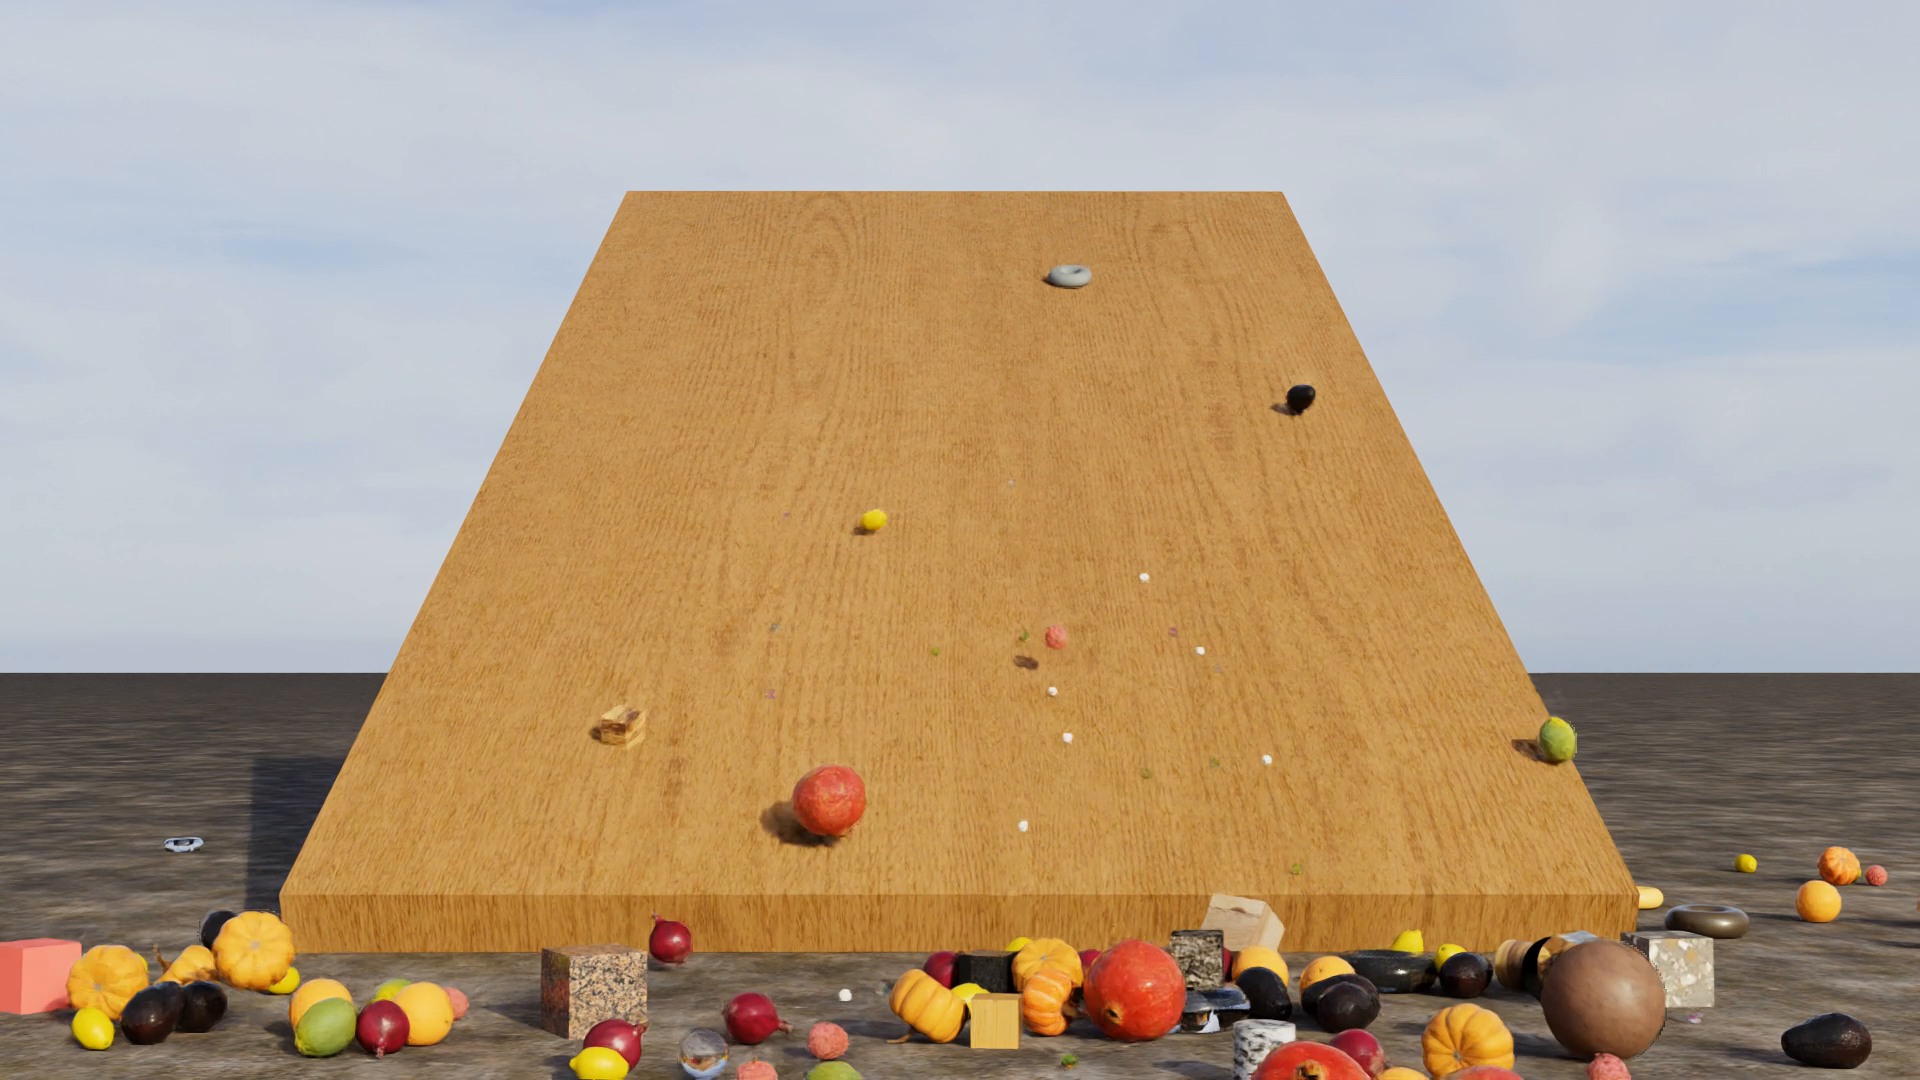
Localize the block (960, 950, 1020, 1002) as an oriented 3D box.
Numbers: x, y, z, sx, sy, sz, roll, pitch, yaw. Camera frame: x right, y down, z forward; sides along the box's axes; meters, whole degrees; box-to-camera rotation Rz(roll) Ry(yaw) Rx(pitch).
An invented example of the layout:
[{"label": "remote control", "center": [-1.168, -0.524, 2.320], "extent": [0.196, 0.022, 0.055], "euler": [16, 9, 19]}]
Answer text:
[{"label": "block", "center": [0.038, 0.556, 2.949], "extent": [0.060, 0.060, 0.060], "euler": [-1, -3, 23]}]

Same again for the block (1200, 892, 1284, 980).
[{"label": "block", "center": [0.382, 0.539, 3.157], "extent": [0.079, 0.079, 0.079], "euler": [4, -32, 35]}]

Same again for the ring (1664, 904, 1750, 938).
[{"label": "ring", "center": [1.181, 0.603, 3.662], "extent": [0.129, 0.043, 0.129], "euler": [0, -2, 0]}]

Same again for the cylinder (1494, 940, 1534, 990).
[{"label": "cylinder", "center": [0.747, 0.560, 3.043], "extent": [0.063, 0.063, 0.063], "euler": [2, -4, -38]}]

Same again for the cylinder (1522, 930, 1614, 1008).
[{"label": "cylinder", "center": [0.767, 0.541, 2.925], "extent": [0.088, 0.088, 0.088], "euler": [-2, -4, 34]}]

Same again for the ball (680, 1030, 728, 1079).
[{"label": "ball", "center": [-0.263, 0.530, 2.386], "extent": [0.050, 0.050, 0.050], "euler": [0, -3, 0]}]

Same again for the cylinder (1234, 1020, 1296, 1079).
[{"label": "cylinder", "center": [0.309, 0.522, 2.347], "extent": [0.062, 0.062, 0.062], "euler": [0, -3, 0]}]

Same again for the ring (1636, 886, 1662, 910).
[{"label": "ring", "center": [1.184, 0.630, 4.081], "extent": [0.105, 0.035, 0.105], "euler": [-1, -4, 0]}]

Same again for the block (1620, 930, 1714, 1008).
[{"label": "block", "center": [0.895, 0.543, 2.934], "extent": [0.084, 0.084, 0.084], "euler": [0, -3, -8]}]

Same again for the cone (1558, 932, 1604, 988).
[{"label": "cone", "center": [0.826, 0.559, 3.101], "extent": [0.069, 0.069, 0.069], "euler": [0, -3, 0]}]

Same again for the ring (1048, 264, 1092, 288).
[{"label": "ring", "center": [0.295, -0.705, 6.193], "extent": [0.118, 0.039, 0.118], "euler": [-1, 25, 0]}]

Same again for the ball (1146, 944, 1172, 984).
[{"label": "ball", "center": [0.271, 0.537, 2.845], "extent": [0.086, 0.086, 0.086], "euler": [0, -3, 0]}]

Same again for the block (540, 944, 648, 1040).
[{"label": "block", "center": [-0.427, 0.525, 2.700], "extent": [0.094, 0.094, 0.094], "euler": [2, -4, -30]}]

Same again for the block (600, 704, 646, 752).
[{"label": "block", "center": [-0.556, 0.310, 3.824], "extent": [0.051, 0.051, 0.051], "euler": [13, 27, 28]}]

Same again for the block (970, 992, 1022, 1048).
[{"label": "block", "center": [0.041, 0.540, 2.606], "extent": [0.053, 0.053, 0.053], "euler": [0, -3, 6]}]

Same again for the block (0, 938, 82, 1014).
[{"label": "block", "center": [-1.154, 0.543, 2.886], "extent": [0.080, 0.080, 0.080], "euler": [-2, -4, 37]}]

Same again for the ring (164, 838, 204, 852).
[{"label": "ring", "center": [-1.788, 0.702, 5.337], "extent": [0.087, 0.029, 0.087], "euler": [-1, -4, 0]}]

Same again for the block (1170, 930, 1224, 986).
[{"label": "block", "center": [0.282, 0.497, 2.751], "extent": [0.060, 0.060, 0.060], "euler": [-2, -3, 9]}]

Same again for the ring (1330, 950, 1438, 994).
[{"label": "ring", "center": [0.560, 0.569, 3.061], "extent": [0.139, 0.046, 0.139], "euler": [1, -4, 0]}]

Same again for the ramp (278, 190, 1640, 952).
[{"label": "ramp", "center": [-0.008, -0.227, 5.259], "extent": [2.000, 0.100, 4.000], "euler": [0, 23, 0]}]

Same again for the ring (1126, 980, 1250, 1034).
[{"label": "ring", "center": [0.269, 0.550, 2.735], "extent": [0.147, 0.049, 0.147], "euler": [-1, -4, 0]}]
